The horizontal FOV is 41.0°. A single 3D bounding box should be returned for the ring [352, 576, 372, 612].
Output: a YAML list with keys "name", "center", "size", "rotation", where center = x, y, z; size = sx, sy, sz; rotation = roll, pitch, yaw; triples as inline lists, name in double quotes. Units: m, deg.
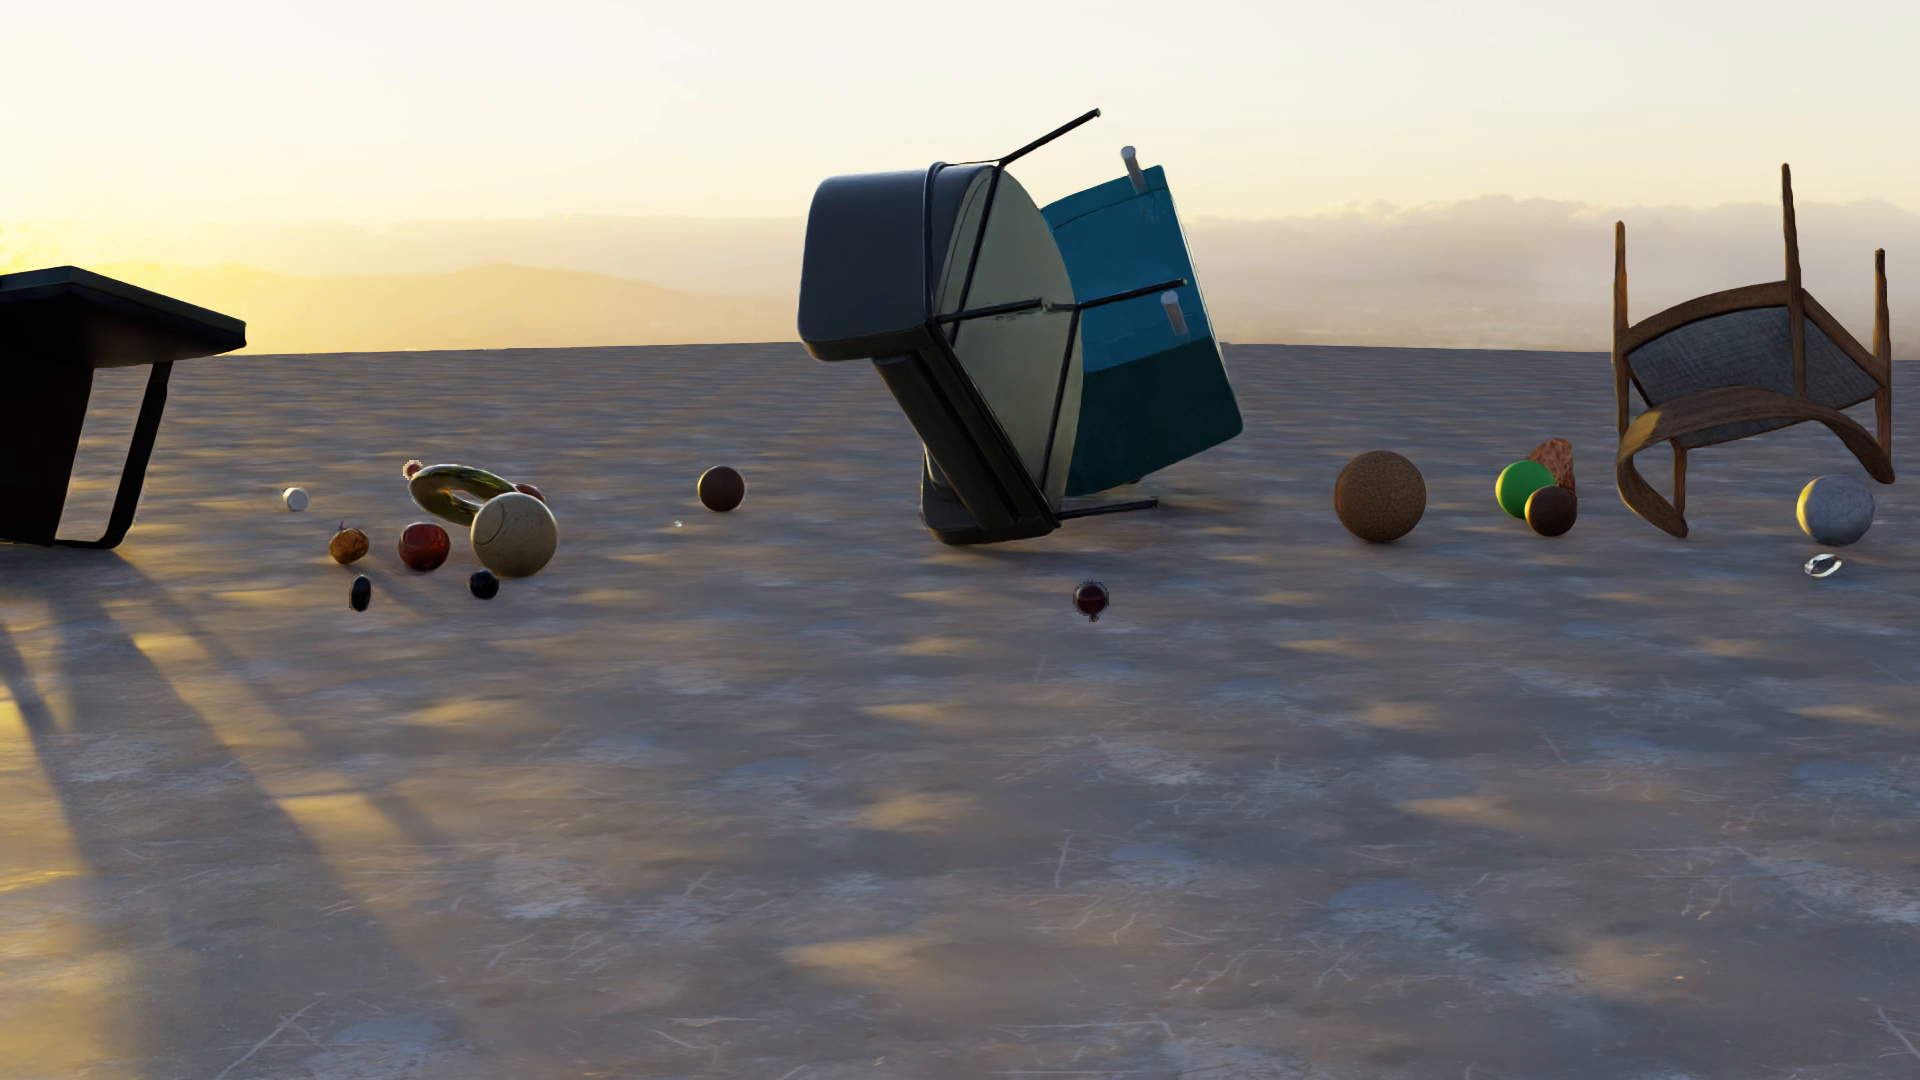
- name: "ring"
  center: [-1.176, 0.105, 5.039]
  size: [0.029, 0.074, 0.055]
  rotation: [7, 15, 0]

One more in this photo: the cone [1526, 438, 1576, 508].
- name: "cone"
  center: [1.704, -0.141, 7.299]
  size: [0.164, 0.255, 0.211]
  rotation: [38, -30, -23]

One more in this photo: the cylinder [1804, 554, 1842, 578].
- name: "cylinder"
  center: [1.900, 0.055, 5.649]
  size: [0.071, 0.035, 0.064]
  rotation: [-29, 2, 9]

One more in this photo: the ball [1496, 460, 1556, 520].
- name: "ball"
  center: [1.534, -0.136, 6.953]
  size: [0.160, 0.160, 0.160]
  rotation: [0, 6, 0]

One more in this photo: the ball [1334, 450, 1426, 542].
- name: "ball"
  center: [1.040, -0.109, 6.354]
  size: [0.228, 0.228, 0.228]
  rotation: [0, 6, 0]

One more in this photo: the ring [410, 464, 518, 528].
- name: "ring"
  center: [-1.153, -0.100, 6.005]
  size: [0.412, 0.193, 0.053]
  rotation: [3, 47, 43]

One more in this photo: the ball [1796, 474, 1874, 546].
- name: "ball"
  center: [2.133, -0.073, 6.249]
  size: [0.179, 0.179, 0.179]
  rotation: [0, 6, 0]

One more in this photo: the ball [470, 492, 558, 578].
- name: "ball"
  center: [-0.972, -0.011, 5.599]
  size: [0.188, 0.188, 0.188]
  rotation: [0, 6, 0]
